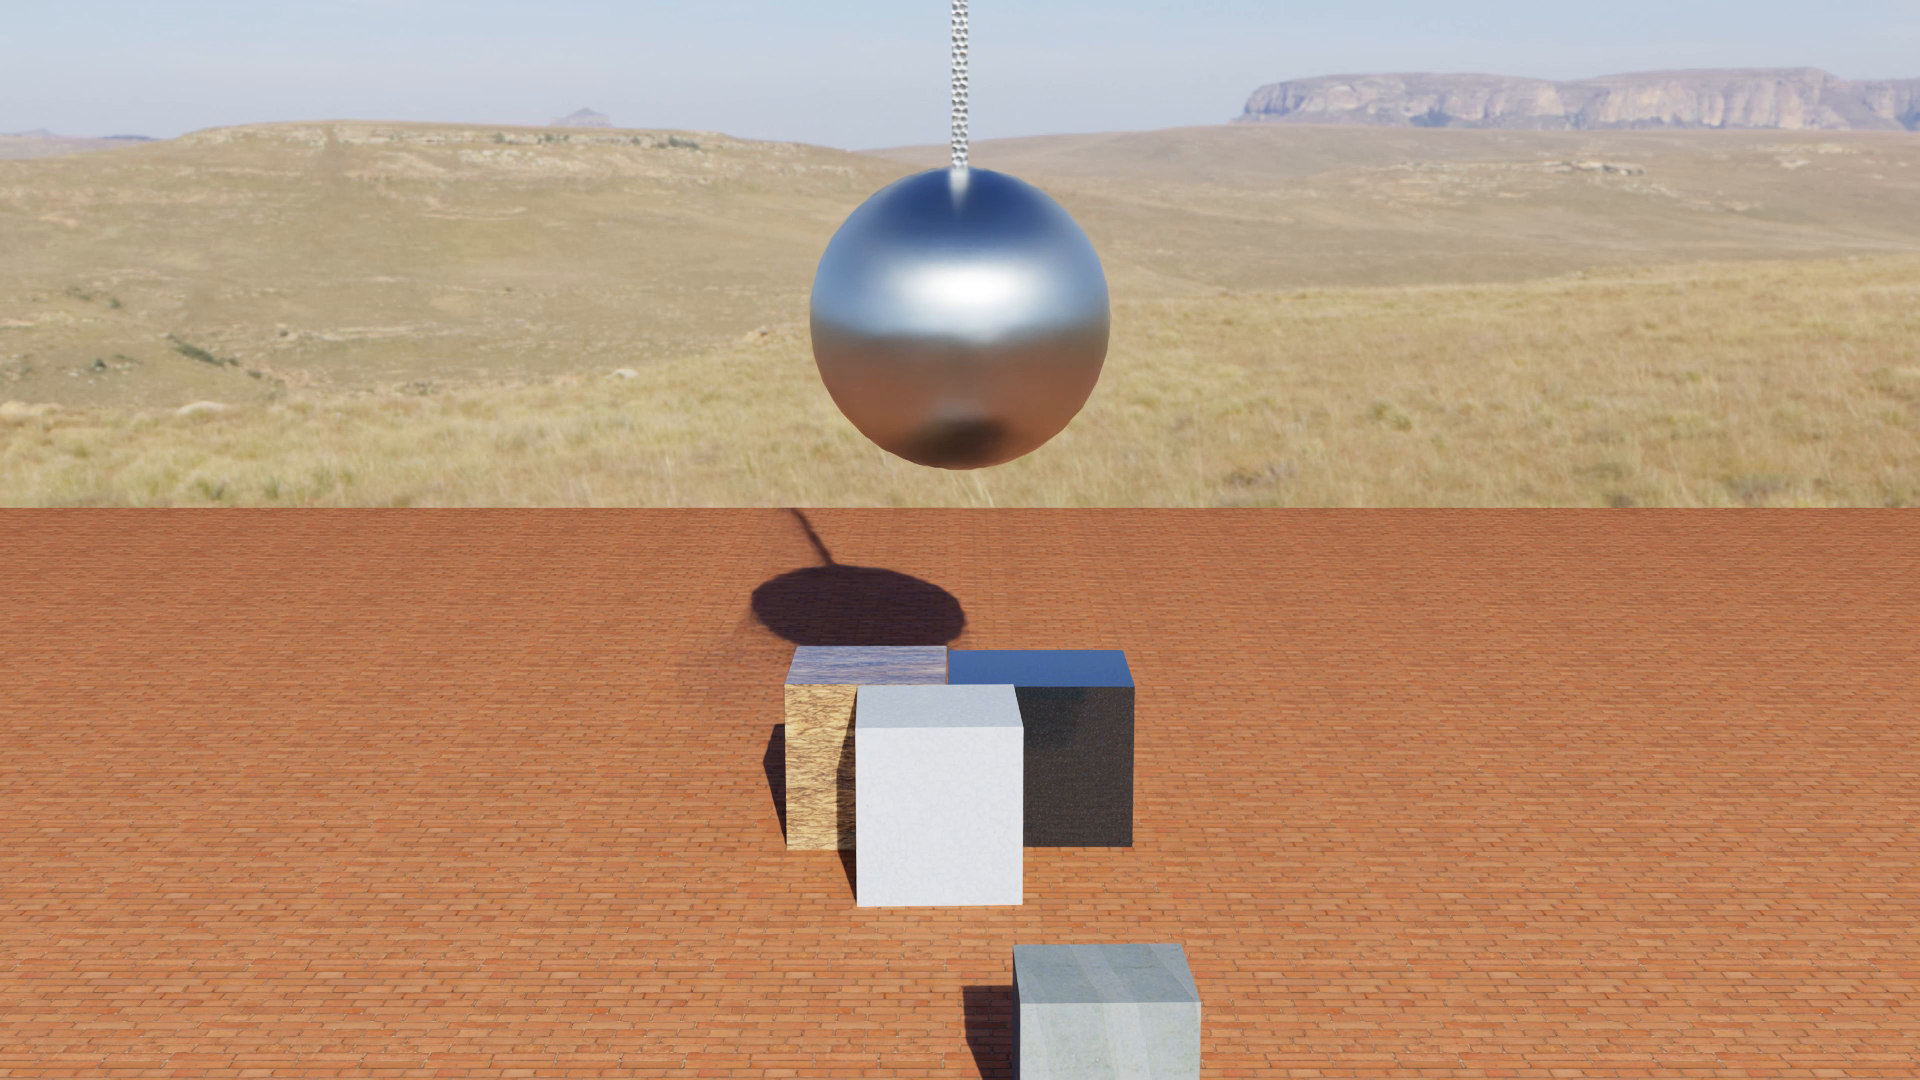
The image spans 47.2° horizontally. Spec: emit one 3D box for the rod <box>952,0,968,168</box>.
[{"bbox_3d":[0.000,-4.427,10.669,0.080,5.200,0.080,0,17,0],"label":"rod"}]

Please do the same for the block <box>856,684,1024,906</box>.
[{"bbox_3d":[-0.107,1.207,10.537,0.768,0.854,0.801,0,10,-2],"label":"block"}]

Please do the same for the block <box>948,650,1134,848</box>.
[{"bbox_3d":[0.404,1.065,11.384,0.929,0.831,0.795,0,10,0],"label":"block"}]

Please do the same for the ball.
[{"bbox_3d":[0.000,-1.170,11.645,1.600,1.600,1.600,0,10,0],"label":"ball"}]

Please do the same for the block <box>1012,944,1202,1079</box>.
[{"bbox_3d":[0.508,1.827,7.839,0.617,0.601,0.560,0,10,-1],"label":"block"}]

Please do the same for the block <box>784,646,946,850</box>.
[{"bbox_3d":[-0.469,1.059,11.362,0.796,0.852,0.835,0,10,0],"label":"block"}]
